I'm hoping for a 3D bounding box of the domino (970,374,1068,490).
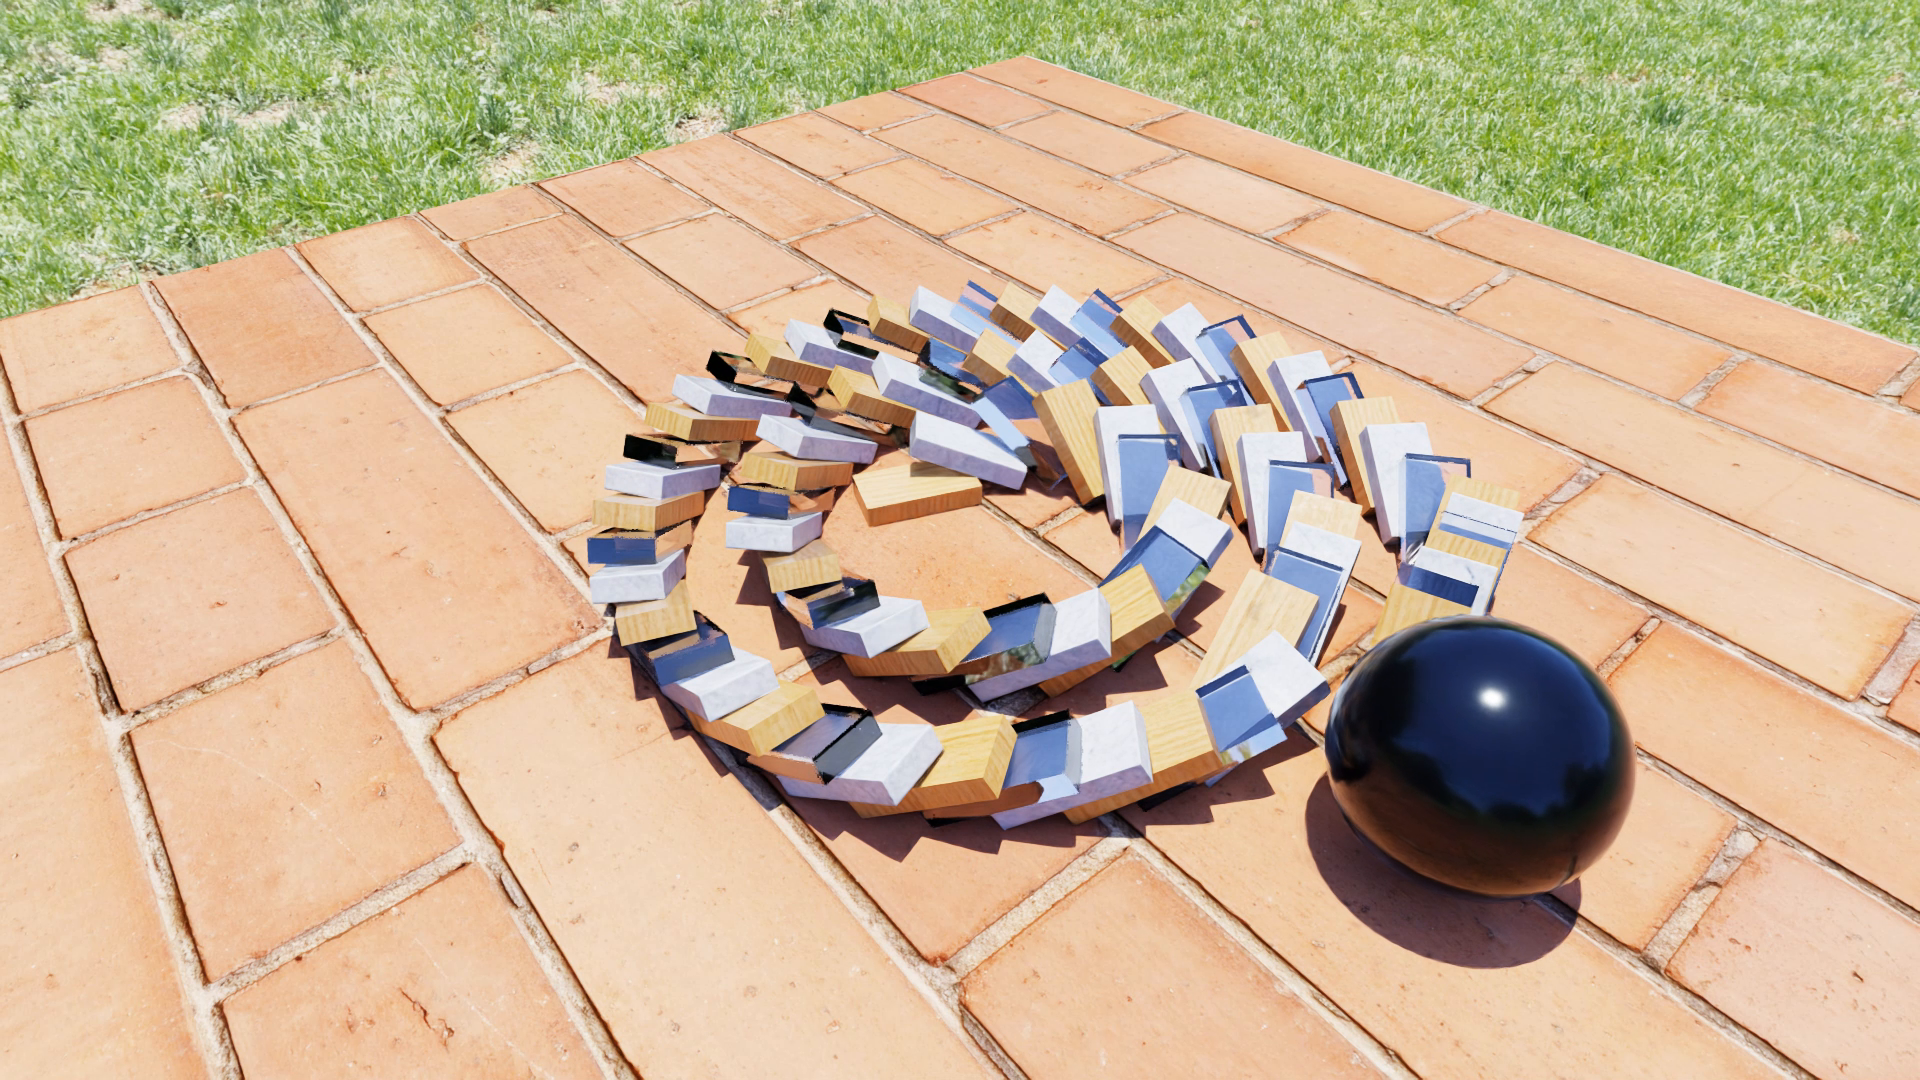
[{"bbox_3d":[0.030,-0.047,0.479,0.050,0.010,0.025,48,42,6],"label":"domino"}]

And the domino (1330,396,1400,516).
[{"bbox_3d":[0.178,-0.036,0.469,0.025,0.009,0.050,-6,69,-8],"label":"domino"}]

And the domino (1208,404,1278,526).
[{"bbox_3d":[0.124,-0.032,0.463,0.025,0.009,0.050,-7,70,-9],"label":"domino"}]

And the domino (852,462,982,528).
[{"bbox_3d":[-0.018,-0.022,0.470,0.050,0.010,0.025,-12,41,-14],"label":"domino"}]

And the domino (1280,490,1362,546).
[{"bbox_3d":[0.132,0.008,0.415,0.025,0.010,0.050,16,72,18],"label":"domino"}]

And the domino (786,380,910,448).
[{"bbox_3d":[-0.050,-0.056,0.492,0.050,0.009,0.025,10,26,-41],"label":"domino"}]

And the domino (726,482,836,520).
[{"bbox_3d":[-0.071,-0.017,0.445,0.025,0.010,0.050,10,9,12],"label":"domino"}]

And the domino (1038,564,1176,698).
[{"bbox_3d":[0.048,0.032,0.384,0.050,0.010,0.025,-32,39,13],"label":"domino"}]

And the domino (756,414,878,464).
[{"bbox_3d":[-0.061,-0.043,0.477,0.025,0.010,0.050,28,15,30],"label":"domino"}]

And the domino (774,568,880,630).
[{"bbox_3d":[-0.049,0.020,0.399,0.025,0.010,0.050,-18,11,-21],"label":"domino"}]

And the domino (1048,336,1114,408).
[{"bbox_3d":[0.067,-0.069,0.509,0.050,0.010,0.025,44,50,3],"label":"domino"}]

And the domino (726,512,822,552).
[{"bbox_3d":[-0.072,-0.004,0.429,0.025,0.010,0.050,4,8,5],"label":"domino"}]

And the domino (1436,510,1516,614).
[{"bbox_3d":[0.177,0.017,0.394,0.025,0.050,0.009,20,5,23],"label":"domino"}]

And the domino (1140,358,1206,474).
[{"bbox_3d":[0.104,-0.055,0.491,0.025,0.010,0.050,-20,75,-23],"label":"domino"}]

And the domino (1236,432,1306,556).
[{"bbox_3d":[0.129,-0.019,0.448,0.025,0.009,0.050,-2,69,-2],"label":"domino"}]

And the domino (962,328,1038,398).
[{"bbox_3d":[0.027,-0.077,0.517,0.050,0.010,0.025,34,41,-8],"label":"domino"}]

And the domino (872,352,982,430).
[{"bbox_3d":[-0.015,-0.069,0.509,0.050,0.009,0.025,17,31,-29],"label":"domino"}]

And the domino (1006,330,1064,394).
[{"bbox_3d":[0.048,-0.074,0.515,0.050,0.010,0.025,40,46,-2],"label":"domino"}]

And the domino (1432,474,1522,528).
[{"bbox_3d":[0.190,0.003,0.416,0.025,0.010,0.050,20,85,23],"label":"domino"}]

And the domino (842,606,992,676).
[{"bbox_3d":[-0.016,0.035,0.380,0.050,0.009,0.025,-9,25,46],"label":"domino"}]

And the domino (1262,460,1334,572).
[{"bbox_3d":[0.133,-0.006,0.432,0.025,0.010,0.050,5,70,6],"label":"domino"}]

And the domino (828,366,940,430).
[{"bbox_3d":[-0.033,-0.063,0.501,0.050,0.010,0.025,13,28,-36],"label":"domino"}]

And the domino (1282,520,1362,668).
[{"bbox_3d":[0.125,0.020,0.400,0.025,0.010,0.050,20,74,23],"label":"domino"}]

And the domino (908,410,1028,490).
[{"bbox_3d":[0.003,-0.039,0.476,0.050,0.010,0.025,17,31,-11],"label":"domino"}]

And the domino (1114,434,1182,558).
[{"bbox_3d":[0.077,-0.018,0.446,0.025,0.010,0.050,0,71,-1],"label":"domino"}]

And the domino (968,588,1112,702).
[{"bbox_3d":[0.027,0.036,0.379,0.050,0.009,0.025,-23,33,24],"label":"domino"}]

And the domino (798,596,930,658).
[{"bbox_3d":[-0.035,0.029,0.388,0.025,0.010,0.050,-27,15,-29],"label":"domino"}]

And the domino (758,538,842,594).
[{"bbox_3d":[-0.061,0.009,0.413,0.025,0.009,0.050,-11,9,-13],"label":"domino"}]

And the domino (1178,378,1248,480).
[{"bbox_3d":[0.116,-0.044,0.478,0.025,0.009,0.050,-11,71,-14],"label":"domino"}]

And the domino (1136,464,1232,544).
[{"bbox_3d":[0.084,-0.002,0.427,0.025,0.010,0.050,20,75,22],"label":"domino"}]

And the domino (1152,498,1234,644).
[{"bbox_3d":[0.077,0.011,0.411,0.025,0.010,0.050,32,80,33],"label":"domino"}]

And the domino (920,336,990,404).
[{"bbox_3d":[0.005,-0.074,0.515,0.050,0.009,0.025,25,35,-20],"label":"domino"}]

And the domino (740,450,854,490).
[{"bbox_3d":[-0.067,-0.030,0.460,0.025,0.010,0.050,16,11,18],"label":"domino"}]

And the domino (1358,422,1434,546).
[{"bbox_3d":[0.183,-0.023,0.454,0.025,0.010,0.050,-3,69,-3],"label":"domino"}]

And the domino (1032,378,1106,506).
[{"bbox_3d":[0.053,-0.042,0.471,0.025,0.009,0.050,-21,81,-30],"label":"domino"}]

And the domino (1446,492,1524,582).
[{"bbox_3d":[0.185,0.010,0.404,0.025,0.050,0.009,21,0,23],"label":"domino"}]

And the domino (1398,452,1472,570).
[{"bbox_3d":[0.189,-0.009,0.437,0.025,0.009,0.050,6,68,7],"label":"domino"}]

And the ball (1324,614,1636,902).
[{"bbox_3d":[0.146,0.061,0.313,0.080,0.080,0.080,0,39,0],"label":"ball"}]

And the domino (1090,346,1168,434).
[{"bbox_3d":[0.085,-0.063,0.501,0.025,0.010,0.050,-34,81,-35],"label":"domino"}]

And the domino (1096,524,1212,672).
[{"bbox_3d":[0.064,0.021,0.399,0.050,0.009,0.025,-47,52,-4],"label":"domino"}]

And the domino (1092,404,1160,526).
[{"bbox_3d":[0.072,-0.031,0.461,0.025,0.010,0.050,-4,72,-8],"label":"domino"}]

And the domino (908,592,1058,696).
[{"bbox_3d":[0.008,0.036,0.379,0.050,0.010,0.025,-20,31,29],"label":"domino"}]
